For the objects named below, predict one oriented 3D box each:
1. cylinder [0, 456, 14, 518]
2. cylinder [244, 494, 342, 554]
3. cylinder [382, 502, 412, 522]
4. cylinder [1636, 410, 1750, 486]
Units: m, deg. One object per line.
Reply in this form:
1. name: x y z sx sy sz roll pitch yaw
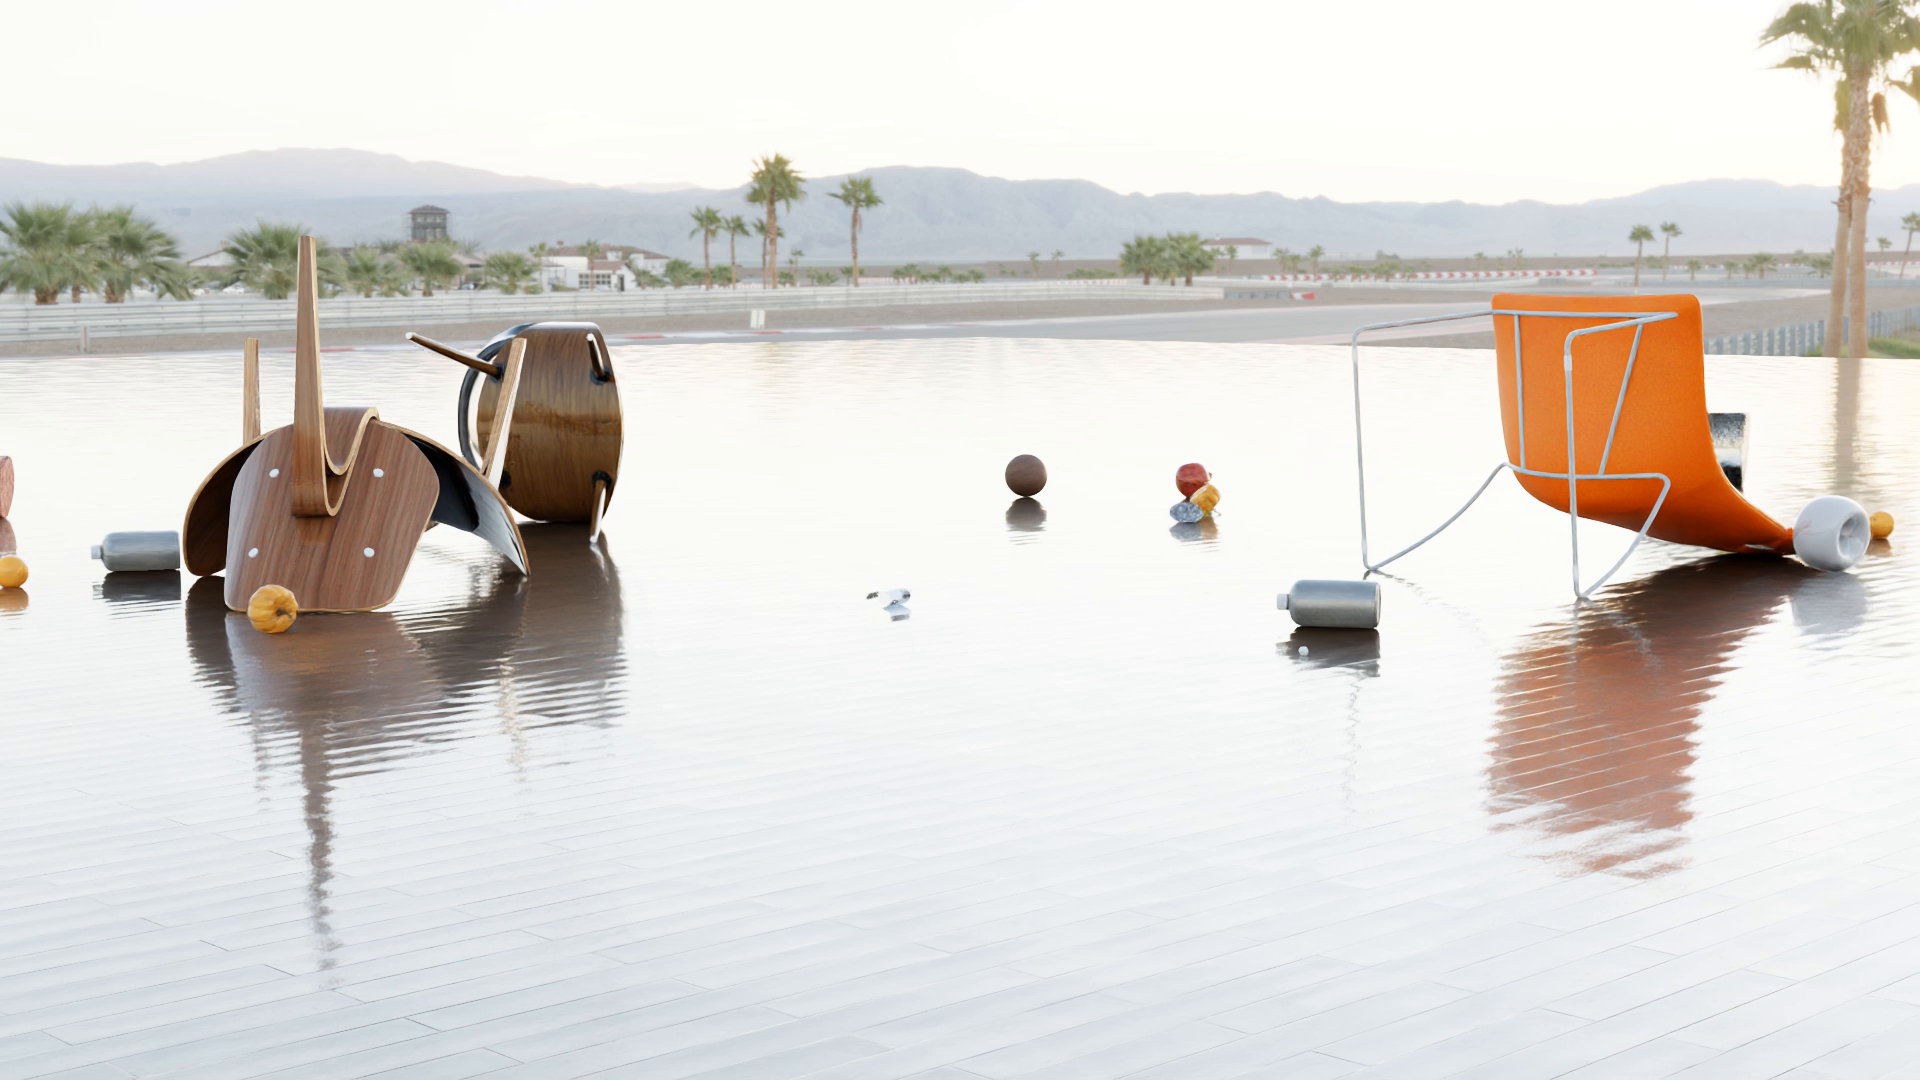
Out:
1. cylinder: -2.669 -0.146 7.012 0.122 0.191 0.137 -1 -38 -5
2. cylinder: -1.611 -0.039 6.202 0.165 0.119 0.219 14 7 4
3. cylinder: -1.511 -0.075 6.890 0.075 0.047 0.061 -1 -22 -6
4. cylinder: 2.322 -0.292 8.121 0.316 0.263 0.171 3 -36 23
